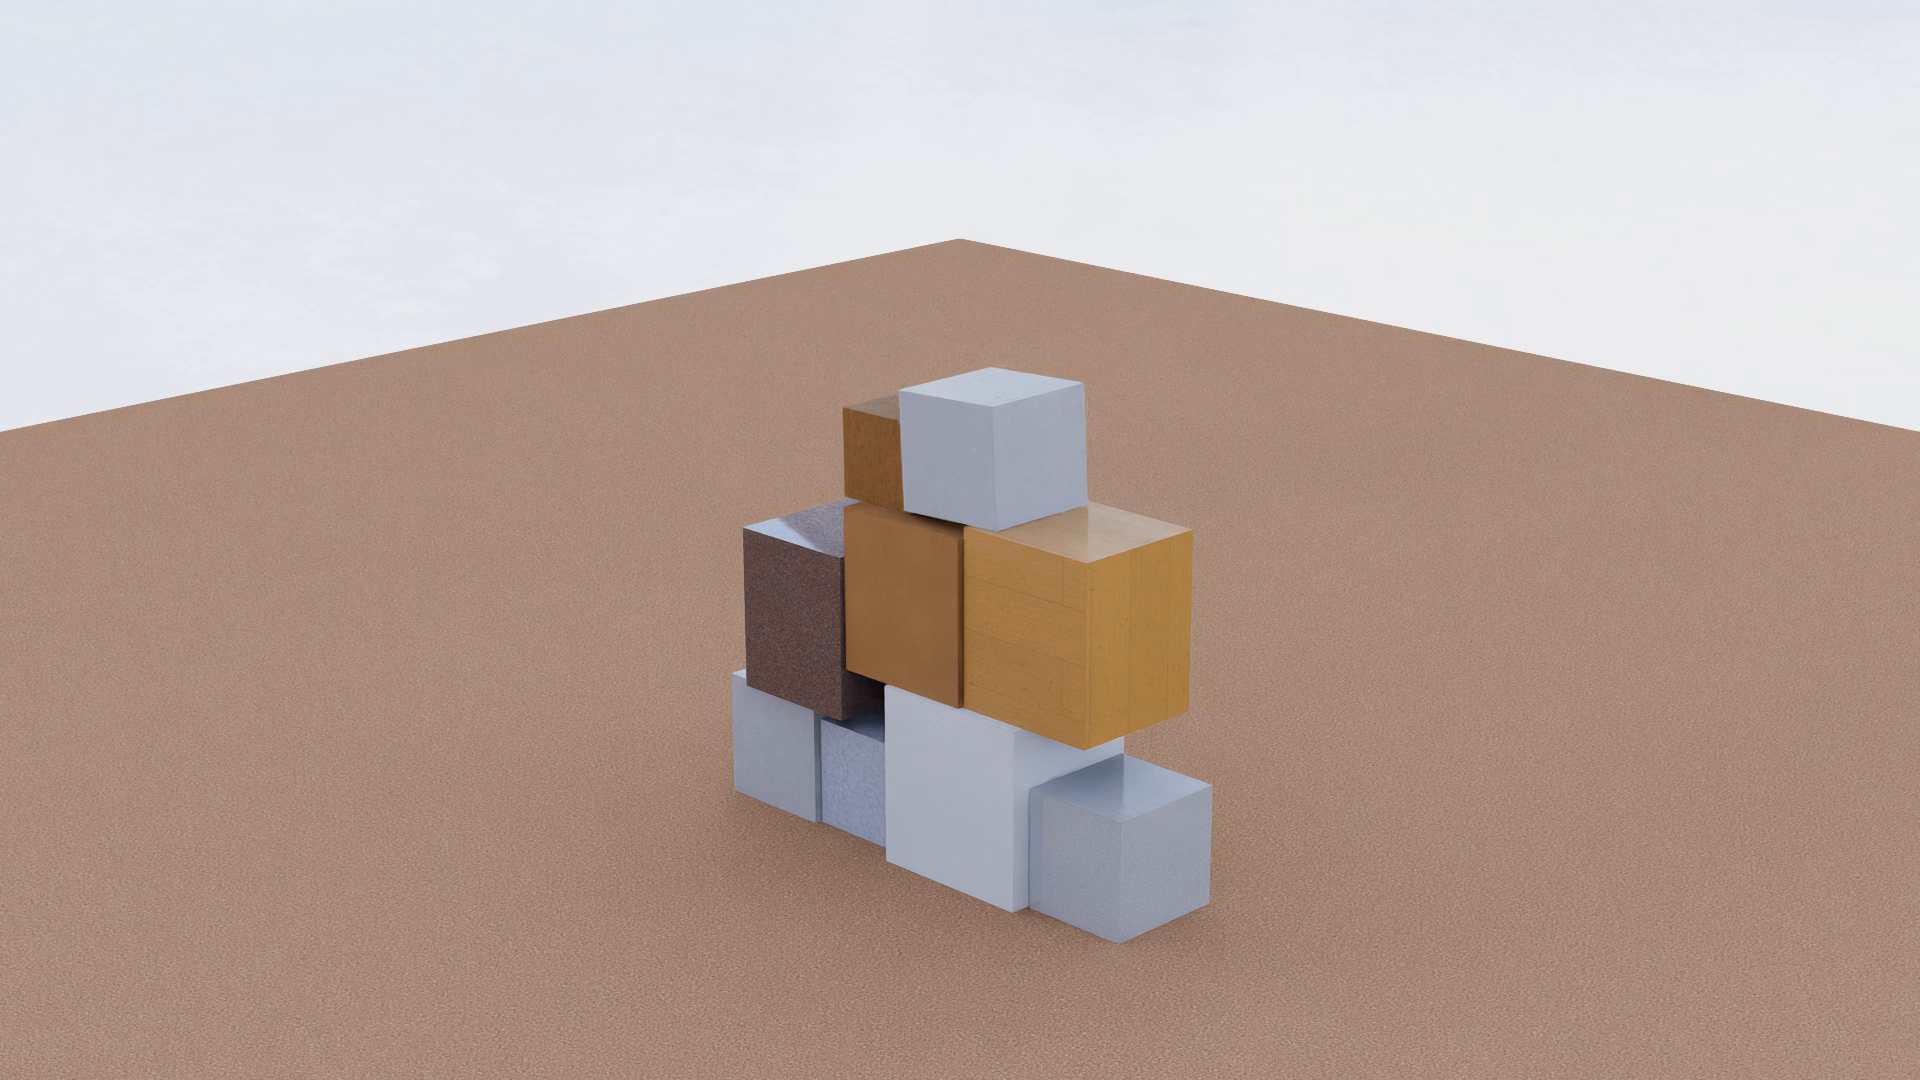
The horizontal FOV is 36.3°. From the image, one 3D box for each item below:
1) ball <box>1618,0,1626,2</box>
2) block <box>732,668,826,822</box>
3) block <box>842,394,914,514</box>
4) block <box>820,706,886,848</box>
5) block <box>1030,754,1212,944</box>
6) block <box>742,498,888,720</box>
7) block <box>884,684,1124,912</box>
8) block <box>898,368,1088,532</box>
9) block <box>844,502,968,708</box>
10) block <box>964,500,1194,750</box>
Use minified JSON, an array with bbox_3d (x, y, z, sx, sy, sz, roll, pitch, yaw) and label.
[{"bbox_3d":[3.645,-3.751,15.984,1.600,1.600,1.600,0,17,0],"label":"ball"},{"bbox_3d":[-0.682,0.936,14.351,0.621,0.610,0.593,-17,24,-42],"label":"block"},{"bbox_3d":[-0.206,-0.411,13.446,0.435,0.423,0.488,16,23,43],"label":"block"},{"bbox_3d":[-0.279,1.099,13.970,0.539,0.526,0.540,-17,24,-42],"label":"block"},{"bbox_3d":[0.714,1.364,13.051,0.604,0.571,0.542,-17,24,-42],"label":"block"},{"bbox_3d":[-0.529,0.313,13.986,0.731,0.796,0.674,-17,24,-42],"label":"block"},{"bbox_3d":[0.202,1.086,13.449,0.727,0.863,0.817,-17,24,-42],"label":"block"},{"bbox_3d":[0.150,-0.413,13.062,0.583,0.554,0.582,-17,21,-42],"label":"block"},{"bbox_3d":[-0.028,0.227,13.430,0.683,0.786,0.733,-17,24,-42],"label":"block"},{"bbox_3d":[0.517,0.352,12.937,0.684,0.845,0.732,-17,24,-42],"label":"block"}]
